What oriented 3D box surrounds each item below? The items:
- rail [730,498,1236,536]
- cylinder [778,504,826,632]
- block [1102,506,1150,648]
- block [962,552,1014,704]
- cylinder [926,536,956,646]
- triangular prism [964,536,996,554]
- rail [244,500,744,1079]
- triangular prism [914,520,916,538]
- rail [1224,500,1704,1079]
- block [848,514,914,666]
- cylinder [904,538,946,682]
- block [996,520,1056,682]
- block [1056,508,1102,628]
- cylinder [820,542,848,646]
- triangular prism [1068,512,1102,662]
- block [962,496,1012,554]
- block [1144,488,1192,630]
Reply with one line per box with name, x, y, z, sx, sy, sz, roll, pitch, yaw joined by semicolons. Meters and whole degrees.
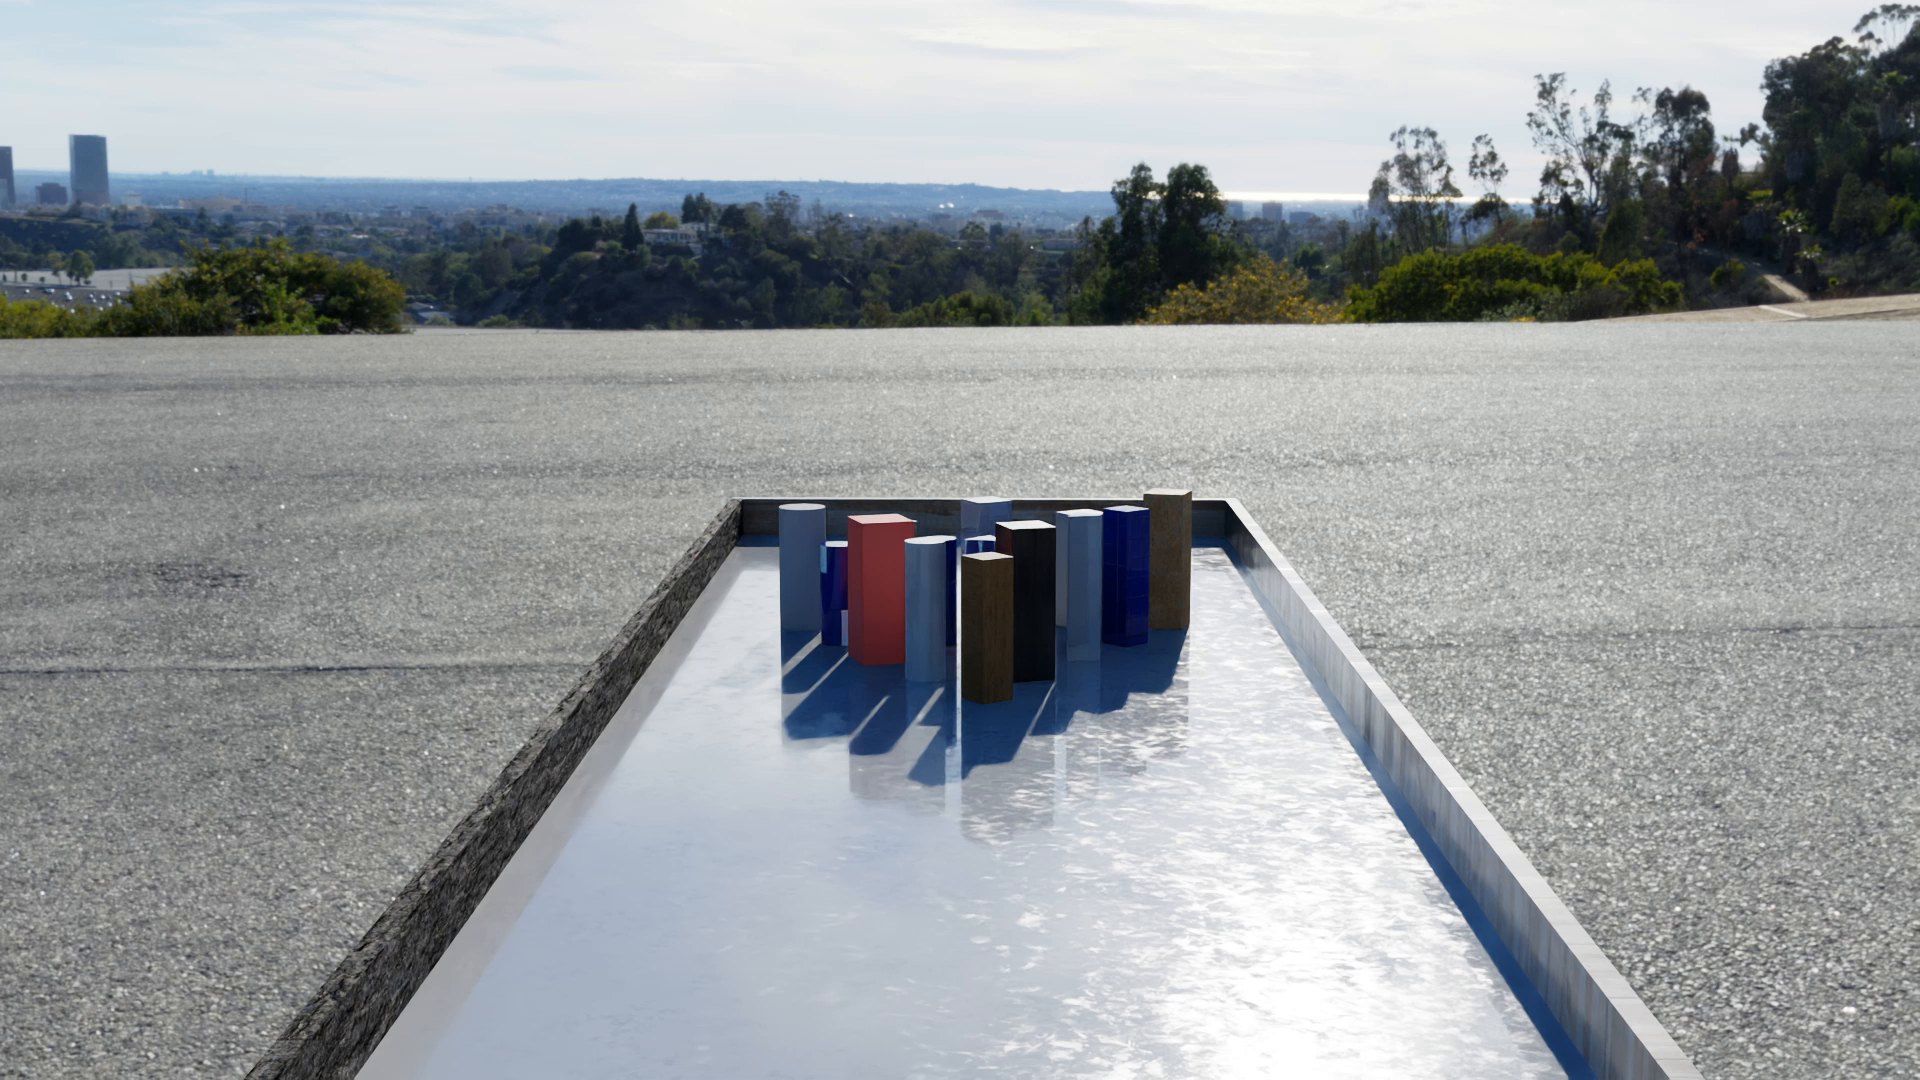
rail;0.099;-0.098;9.147;2.100;0.150;0.050;0;9;1
cylinder;-0.514;0.088;7.186;0.152;0.397;0.152;0;9;0
block;0.521;0.113;6.925;0.104;0.429;0.104;-8;12;-42
block;0.076;0.246;6.158;0.105;0.407;0.105;-6;11;-34
cylinder;-0.062;0.160;6.928;0.104;0.336;0.104;0;9;0
triangular prism;0.080;0.179;6.673;0.114;0.378;0.099;2;9;13
rail;-1.004;0.839;3.234;0.050;0.150;12.000;0;9;1
triangular prism;-0.220;0.112;7.194;0.107;0.346;0.124;6;11;31
rail;1.046;0.843;3.208;0.050;0.150;12.000;0;9;1
block;-0.242;0.149;6.684;0.160;0.433;0.160;-3;10;-19
cylinder;-0.101;0.203;6.430;0.121;0.407;0.121;0;9;0
block;0.191;0.179;6.439;0.138;0.452;0.138;-3;10;-19
block;0.402;0.096;7.204;0.127;0.375;0.127;-6;11;-33
cylinder;-0.383;0.168;6.936;0.115;0.316;0.115;0;9;0
triangular prism;0.366;0.140;6.705;0.103;0.444;0.089;-2;9;-14
block;0.086;0.073;7.219;0.122;0.416;0.122;-5;10;-28
block;0.678;0.061;7.206;0.132;0.444;0.132;3;10;19
